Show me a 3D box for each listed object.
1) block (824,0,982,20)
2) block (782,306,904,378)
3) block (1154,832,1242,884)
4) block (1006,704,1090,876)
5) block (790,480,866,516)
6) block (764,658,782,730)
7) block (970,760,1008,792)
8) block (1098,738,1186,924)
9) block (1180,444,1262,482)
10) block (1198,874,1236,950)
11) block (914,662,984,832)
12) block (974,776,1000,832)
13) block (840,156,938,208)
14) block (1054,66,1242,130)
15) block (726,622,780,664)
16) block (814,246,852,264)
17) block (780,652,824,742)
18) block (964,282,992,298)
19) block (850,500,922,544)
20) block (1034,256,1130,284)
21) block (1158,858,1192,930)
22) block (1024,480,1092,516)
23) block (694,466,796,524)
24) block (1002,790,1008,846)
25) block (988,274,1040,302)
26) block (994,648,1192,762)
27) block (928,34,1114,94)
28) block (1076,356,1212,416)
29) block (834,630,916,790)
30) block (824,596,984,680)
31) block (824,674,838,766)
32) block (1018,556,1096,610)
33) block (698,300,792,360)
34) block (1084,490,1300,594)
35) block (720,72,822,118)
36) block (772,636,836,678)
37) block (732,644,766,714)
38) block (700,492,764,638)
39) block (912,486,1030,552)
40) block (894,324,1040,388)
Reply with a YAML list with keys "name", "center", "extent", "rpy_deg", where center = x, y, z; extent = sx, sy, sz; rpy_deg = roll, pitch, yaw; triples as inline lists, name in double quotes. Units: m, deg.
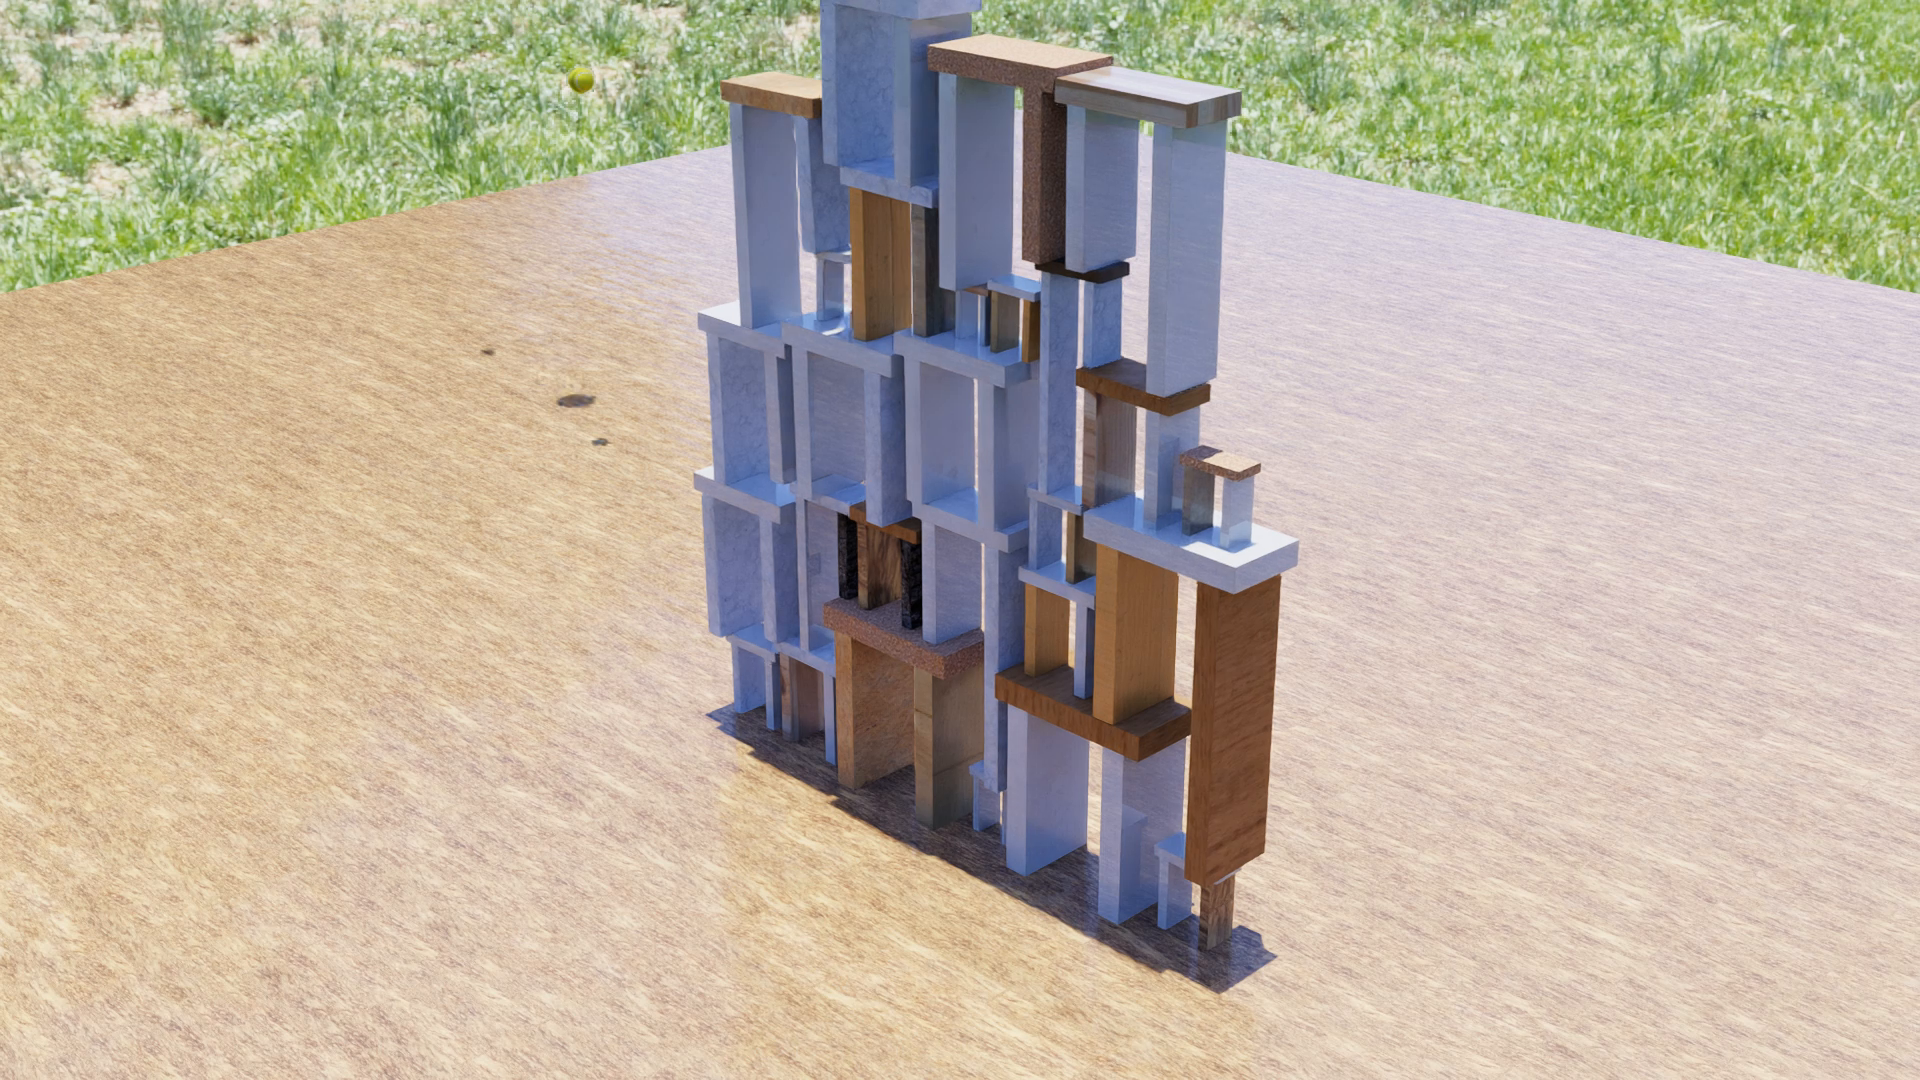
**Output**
- name: "block"
  center: [-0.117, -0.979, 3.931]
  extent: [0.149, 0.042, 0.298]
  rpy_deg: [-19, 30, -38]
- name: "block"
  center: [-0.184, -0.387, 4.249]
  extent: [0.311, 0.044, 0.156]
  rpy_deg: [21, 31, 41]
- name: "block"
  center: [0.433, 0.577, 4.000]
  extent: [0.073, 0.021, 0.146]
  rpy_deg: [-21, 31, -40]
- name: "block"
  center: [0.171, 0.453, 4.237]
  extent: [0.050, 0.355, 0.178]
  rpy_deg: [21, 31, 41]
- name: "block"
  center: [-0.248, -0.095, 4.453]
  extent: [0.187, 0.027, 0.094]
  rpy_deg: [21, 31, 40]
- name: "block"
  center: [-0.383, 0.324, 4.785]
  extent: [0.023, 0.166, 0.083]
  rpy_deg: [21, 31, 41]
- name: "block"
  center: [0.082, 0.464, 4.337]
  extent: [0.060, 0.017, 0.121]
  rpy_deg: [-21, 31, -40]
- name: "block"
  center: [0.338, 0.519, 4.083]
  extent: [0.050, 0.356, 0.178]
  rpy_deg: [21, 31, 41]
- name: "block"
  center: [0.436, -0.129, 3.689]
  extent: [0.124, 0.018, 0.062]
  rpy_deg: [21, 30, 40]
- name: "block"
  center: [0.467, 0.668, 4.001]
  extent: [0.073, 0.146, 0.021]
  rpy_deg: [-21, 31, -41]
- name: "block"
  center: [-0.010, 0.390, 4.395]
  extent: [0.049, 0.348, 0.174]
  rpy_deg: [21, 31, 41]
- name: "block"
  center: [0.054, 0.516, 4.390]
  extent: [0.060, 0.121, 0.017]
  rpy_deg: [-21, 31, -41]
- name: "block"
  center: [-0.092, -0.660, 4.043]
  extent: [0.123, 0.035, 0.247]
  rpy_deg: [-21, 31, -40]
- name: "block"
  center: [0.305, -0.723, 3.583]
  extent: [0.279, 0.040, 0.139]
  rpy_deg: [22, 32, 40]
- name: "block"
  center: [-0.425, 0.220, 4.784]
  extent: [0.083, 0.023, 0.166]
  rpy_deg: [-21, 30, -41]
- name: "block"
  center: [-0.216, -0.550, 4.229]
  extent: [0.124, 0.018, 0.062]
  rpy_deg: [16, 27, 38]
- name: "block"
  center: [-0.336, 0.322, 4.733]
  extent: [0.104, 0.209, 0.030]
  rpy_deg: [-21, 31, -41]
- name: "block"
  center: [0.033, -0.461, 3.989]
  extent: [0.095, 0.014, 0.048]
  rpy_deg: [21, 30, 40]
- name: "block"
  center: [-0.119, -0.042, 4.325]
  extent: [0.188, 0.027, 0.094]
  rpy_deg: [21, 31, 40]
- name: "block"
  center: [0.210, -0.472, 3.793]
  extent: [0.076, 0.022, 0.152]
  rpy_deg: [-22, 29, -40]
- name: "block"
  center: [0.399, 0.641, 4.064]
  extent: [0.021, 0.146, 0.073]
  rpy_deg: [21, 31, 41]
- name: "block"
  center: [0.190, -0.081, 3.984]
  extent: [0.139, 0.020, 0.069]
  rpy_deg: [21, 31, 40]
- name: "block"
  center: [-0.418, -0.108, 4.636]
  extent: [0.280, 0.040, 0.140]
  rpy_deg: [21, 31, 40]
- name: "block"
  center: [0.110, 0.538, 4.337]
  extent: [0.017, 0.121, 0.060]
  rpy_deg: [21, 31, 41]
- name: "block"
  center: [0.110, -0.448, 3.902]
  extent: [0.058, 0.016, 0.115]
  rpy_deg: [-22, 32, -40]
- name: "block"
  center: [0.254, 0.299, 4.081]
  extent: [0.355, 0.050, 0.178]
  rpy_deg: [21, 31, 41]
- name: "block"
  center: [0.102, -0.818, 3.769]
  extent: [0.297, 0.042, 0.148]
  rpy_deg: [21, 31, 40]
- name: "block"
  center: [0.312, -0.265, 3.761]
  extent: [0.107, 0.030, 0.213]
  rpy_deg: [-21, 32, -39]
- name: "block"
  center: [-0.174, 0.326, 4.546]
  extent: [0.049, 0.348, 0.174]
  rpy_deg: [21, 31, 41]
- name: "block"
  center: [-0.092, 0.175, 4.393]
  extent: [0.348, 0.049, 0.174]
  rpy_deg: [21, 31, 41]
- name: "block"
  center: [-0.237, 0.361, 4.643]
  extent: [0.030, 0.209, 0.104]
  rpy_deg: [21, 31, 41]
- name: "block"
  center: [0.208, 0.074, 4.034]
  extent: [0.187, 0.027, 0.094]
  rpy_deg: [21, 31, 41]
- name: "block"
  center: [-0.393, -0.431, 4.462]
  extent: [0.136, 0.039, 0.273]
  rpy_deg: [-22, 31, -40]
- name: "block"
  center: [0.396, -0.002, 3.794]
  extent: [0.170, 0.048, 0.340]
  rpy_deg: [-21, 30, -40]
- name: "block"
  center: [-0.322, -0.852, 4.206]
  extent: [0.262, 0.037, 0.131]
  rpy_deg: [20, 30, 40]
- name: "block"
  center: [-0.287, 0.232, 4.641]
  extent: [0.104, 0.030, 0.209]
  rpy_deg: [-21, 31, -41]
- name: "block"
  center: [-0.462, 0.293, 4.857]
  extent: [0.023, 0.166, 0.083]
  rpy_deg: [21, 31, 41]
- name: "block"
  center: [-0.486, 0.036, 4.768]
  extent: [0.140, 0.329, 0.040]
  rpy_deg: [-22, 31, -40]
- name: "block"
  center: [0.044, -0.045, 4.153]
  extent: [0.127, 0.036, 0.254]
  rpy_deg: [-22, 31, -40]
- name: "block"
  center: [0.029, -0.347, 4.034]
  extent: [0.143, 0.041, 0.286]
  rpy_deg: [-22, 31, -40]
